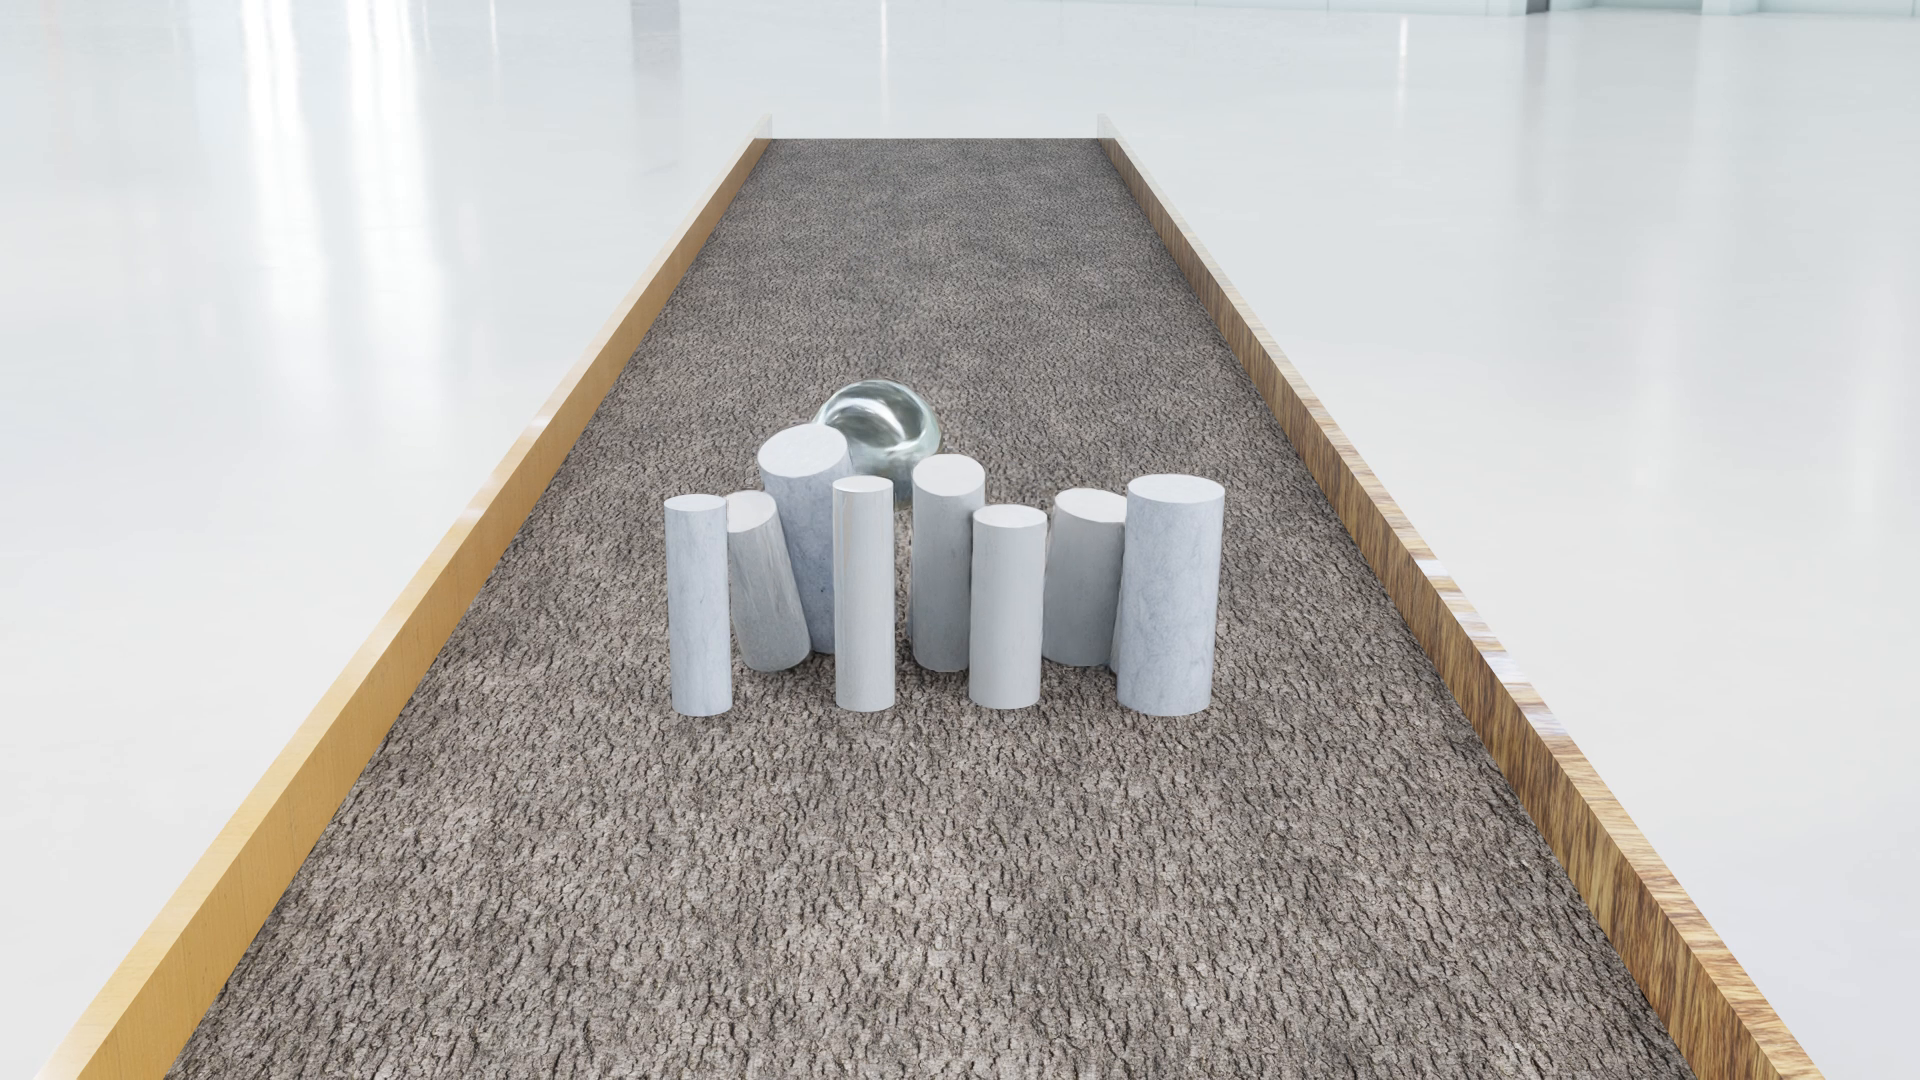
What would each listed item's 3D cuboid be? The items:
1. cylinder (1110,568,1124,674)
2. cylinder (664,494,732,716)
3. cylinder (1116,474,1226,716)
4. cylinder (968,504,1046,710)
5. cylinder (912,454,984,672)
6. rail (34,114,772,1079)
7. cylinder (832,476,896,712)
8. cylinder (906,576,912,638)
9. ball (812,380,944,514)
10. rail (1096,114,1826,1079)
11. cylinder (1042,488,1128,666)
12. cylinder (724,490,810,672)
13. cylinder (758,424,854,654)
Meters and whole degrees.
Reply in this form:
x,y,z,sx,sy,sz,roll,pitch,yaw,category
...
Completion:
x,y,z,sx,sy,sz,roll,pitch,yaw,category
0.370,0.091,4.288,0.114,0.351,0.114,5,19,-2,cylinder
-0.489,0.122,4.115,0.114,0.400,0.114,0,17,0,cylinder
0.395,0.102,4.136,0.180,0.418,0.180,1,19,-1,cylinder
0.089,0.126,4.158,0.137,0.362,0.137,1,19,0,cylinder
-0.024,0.049,4.265,0.136,0.435,0.136,1,38,0,cylinder
-1.118,-0.838,7.780,0.050,0.150,12.000,0,17,-1,rail
-0.180,0.102,4.132,0.113,0.429,0.113,0,17,0,cylinder
-0.039,0.038,4.413,0.112,0.375,0.112,4,38,-3,cylinder
-0.172,-0.187,4.483,0.278,0.278,0.278,0,17,0,ball
0.932,-0.844,7.801,0.050,0.150,12.000,0,17,-1,rail
0.249,0.075,4.379,0.167,0.315,0.167,7,23,-3,cylinder
-0.393,0.083,4.301,0.138,0.342,0.138,-7,35,5,cylinder
-0.274,0.002,4.382,0.174,0.446,0.174,-6,38,5,cylinder
